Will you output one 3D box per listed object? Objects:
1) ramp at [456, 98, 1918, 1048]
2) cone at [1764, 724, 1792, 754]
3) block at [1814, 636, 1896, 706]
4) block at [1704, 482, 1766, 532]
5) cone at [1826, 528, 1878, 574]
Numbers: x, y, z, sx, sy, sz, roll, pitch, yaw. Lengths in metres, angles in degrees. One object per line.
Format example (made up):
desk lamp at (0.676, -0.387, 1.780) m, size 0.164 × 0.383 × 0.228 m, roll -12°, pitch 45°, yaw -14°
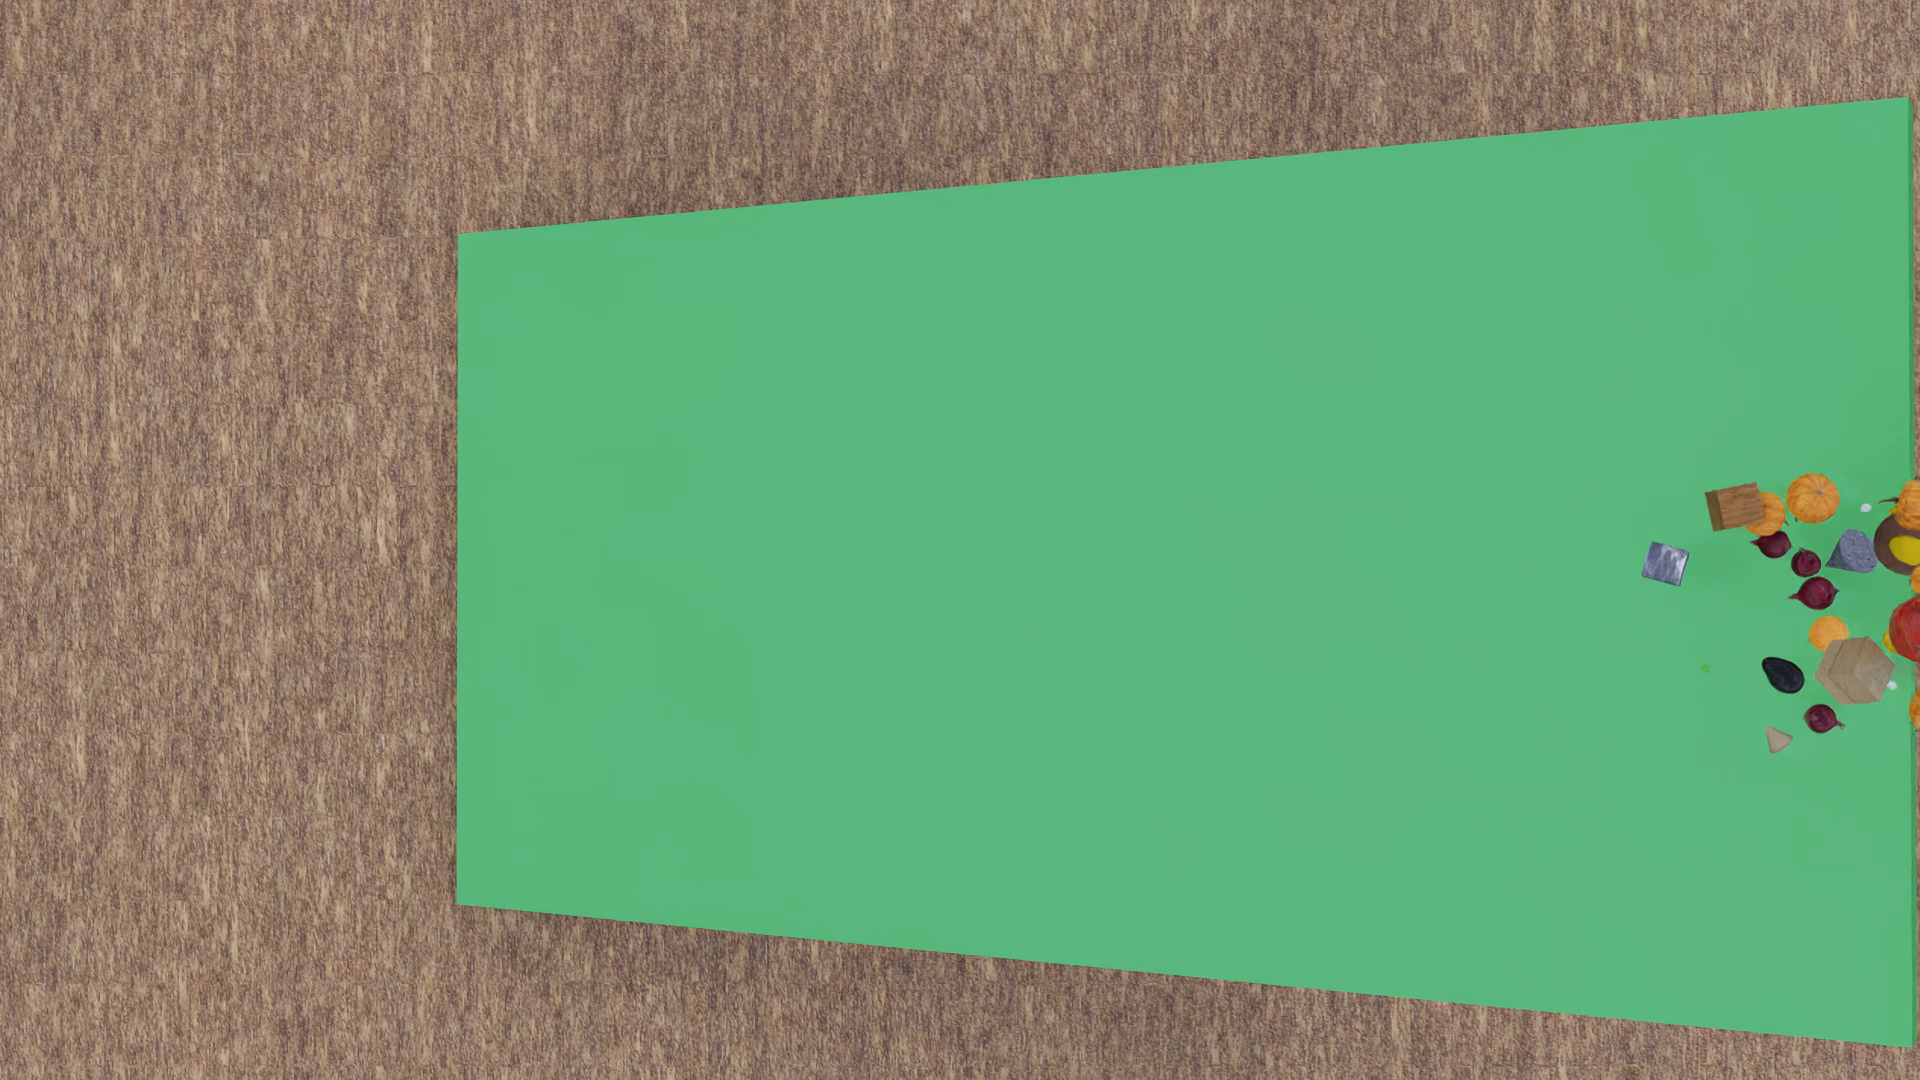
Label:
ramp at (0.273, 0.076, 5.639) m, size 4.000 × 0.100 × 2.000 m, roll 0°, pitch 89°, yaw 29°
cone at (1.557, 0.373, 4.214) m, size 0.051 × 0.051 × 0.051 m, roll -41°, pitch 93°, yaw 0°
block at (1.551, 0.227, 3.811) m, size 0.080 × 0.080 × 0.080 m, roll 42°, pitch 65°, yaw -16°
block at (1.531, -0.065, 4.345) m, size 0.080 × 0.080 × 0.080 m, roll -11°, pitch 87°, yaw 2°
cone at (1.861, 0.040, 4.641) m, size 0.099 × 0.099 × 0.099 m, roll 8°, pitch 67°, yaw -20°
